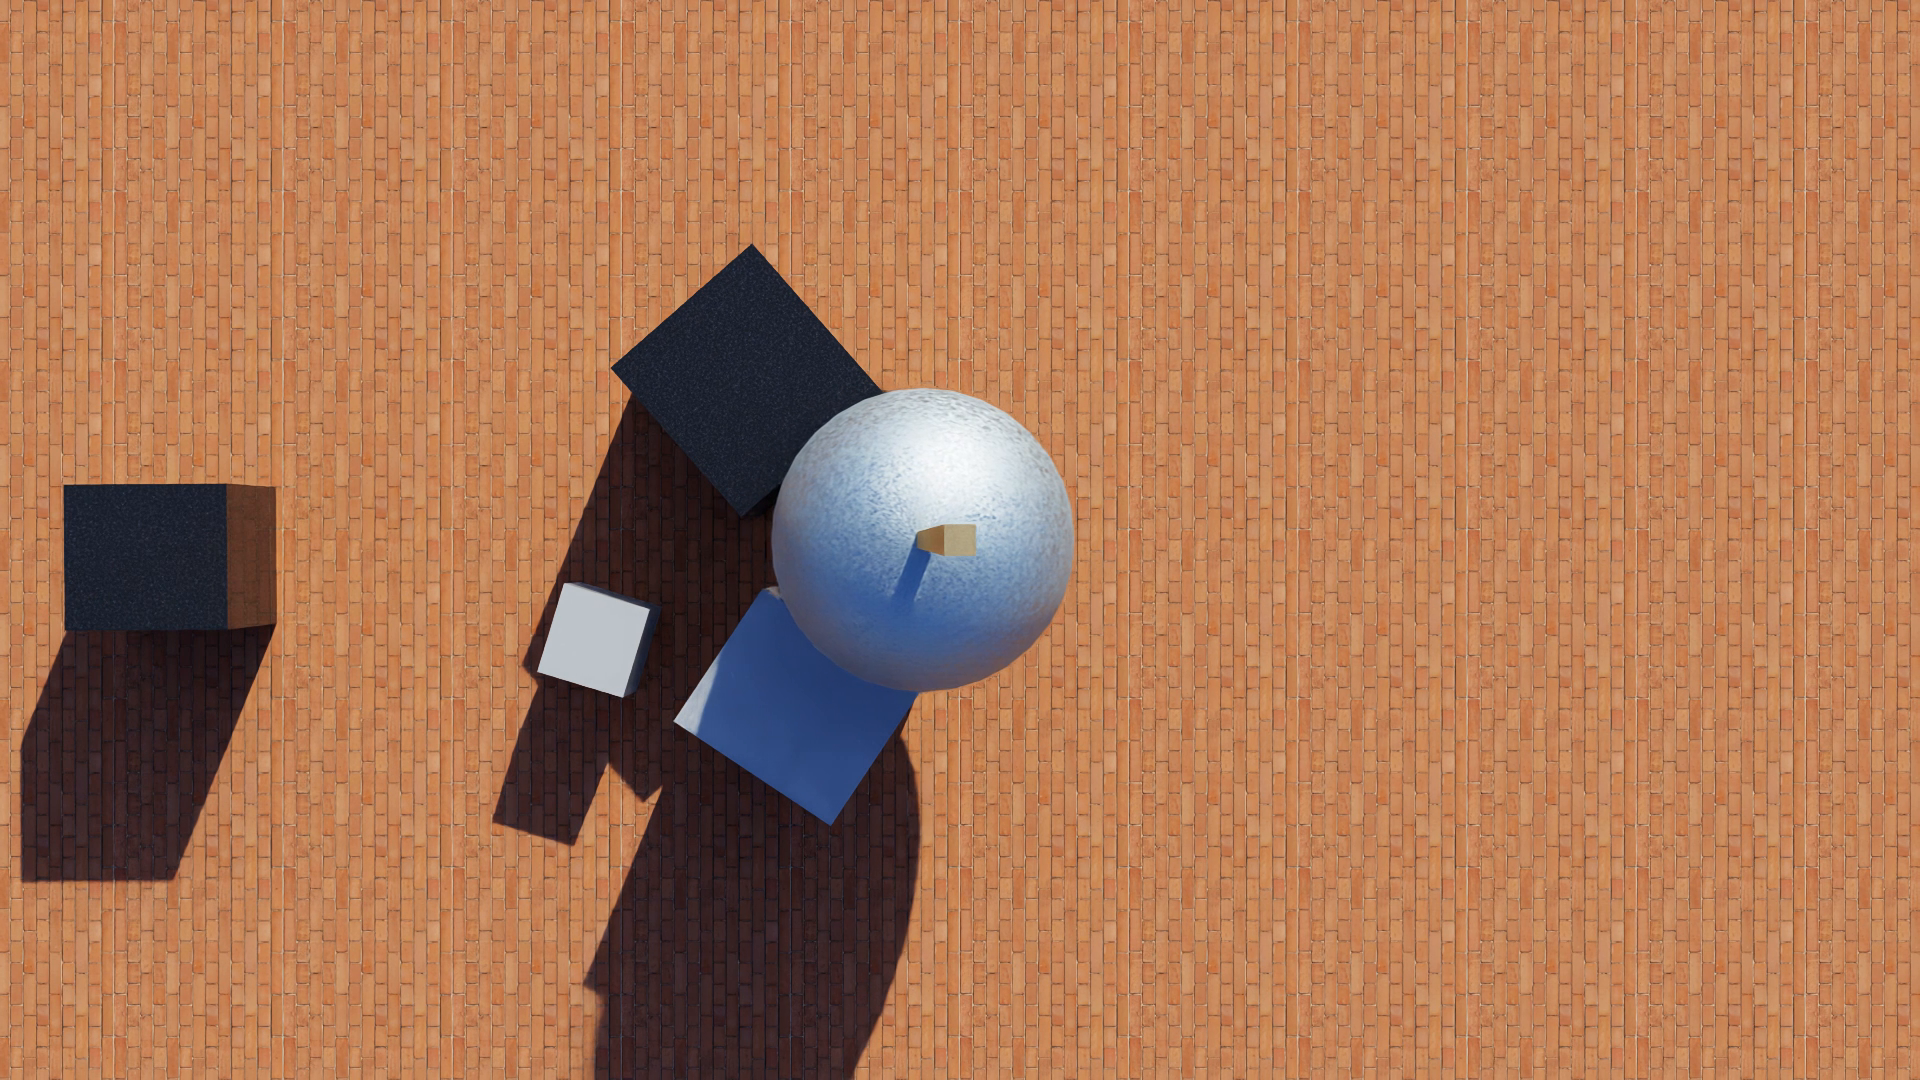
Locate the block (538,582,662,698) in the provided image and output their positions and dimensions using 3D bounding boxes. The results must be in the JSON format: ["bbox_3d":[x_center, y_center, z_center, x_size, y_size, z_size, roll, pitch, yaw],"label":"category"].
[{"bbox_3d":[-2.078,0.570,12.734,0.507,0.531,0.523,17,90,0],"label":"block"}]

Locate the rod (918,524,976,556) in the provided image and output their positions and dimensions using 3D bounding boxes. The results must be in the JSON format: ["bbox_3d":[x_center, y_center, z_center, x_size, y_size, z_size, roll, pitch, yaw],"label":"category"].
[{"bbox_3d":[-0.084,0.000,8.159,0.080,5.200,0.080,0,90,-2],"label":"rod"}]

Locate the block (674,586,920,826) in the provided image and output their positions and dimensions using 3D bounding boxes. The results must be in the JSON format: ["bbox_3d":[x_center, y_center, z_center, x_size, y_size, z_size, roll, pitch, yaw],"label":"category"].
[{"bbox_3d":[-0.897,0.918,12.527,1.035,0.945,0.872,34,90,0],"label":"block"}]

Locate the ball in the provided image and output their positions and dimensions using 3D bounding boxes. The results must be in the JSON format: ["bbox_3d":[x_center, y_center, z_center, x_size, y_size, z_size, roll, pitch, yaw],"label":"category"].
[{"bbox_3d":[-0.193,0.000,11.557,1.600,1.600,1.600,0,90,0],"label":"ball"}]

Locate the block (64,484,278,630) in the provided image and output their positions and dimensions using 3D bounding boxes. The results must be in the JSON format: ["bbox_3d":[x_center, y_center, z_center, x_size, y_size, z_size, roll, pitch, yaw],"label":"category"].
[{"bbox_3d":[-4.489,0.094,12.561,0.899,0.879,0.807,0,90,0],"label":"block"}]

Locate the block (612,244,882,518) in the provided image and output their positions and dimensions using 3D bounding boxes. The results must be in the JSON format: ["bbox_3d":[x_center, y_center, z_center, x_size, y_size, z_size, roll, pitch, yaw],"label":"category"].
[{"bbox_3d":[-1.167,-0.875,12.515,1.034,0.970,1.087,-41,90,0],"label":"block"}]
